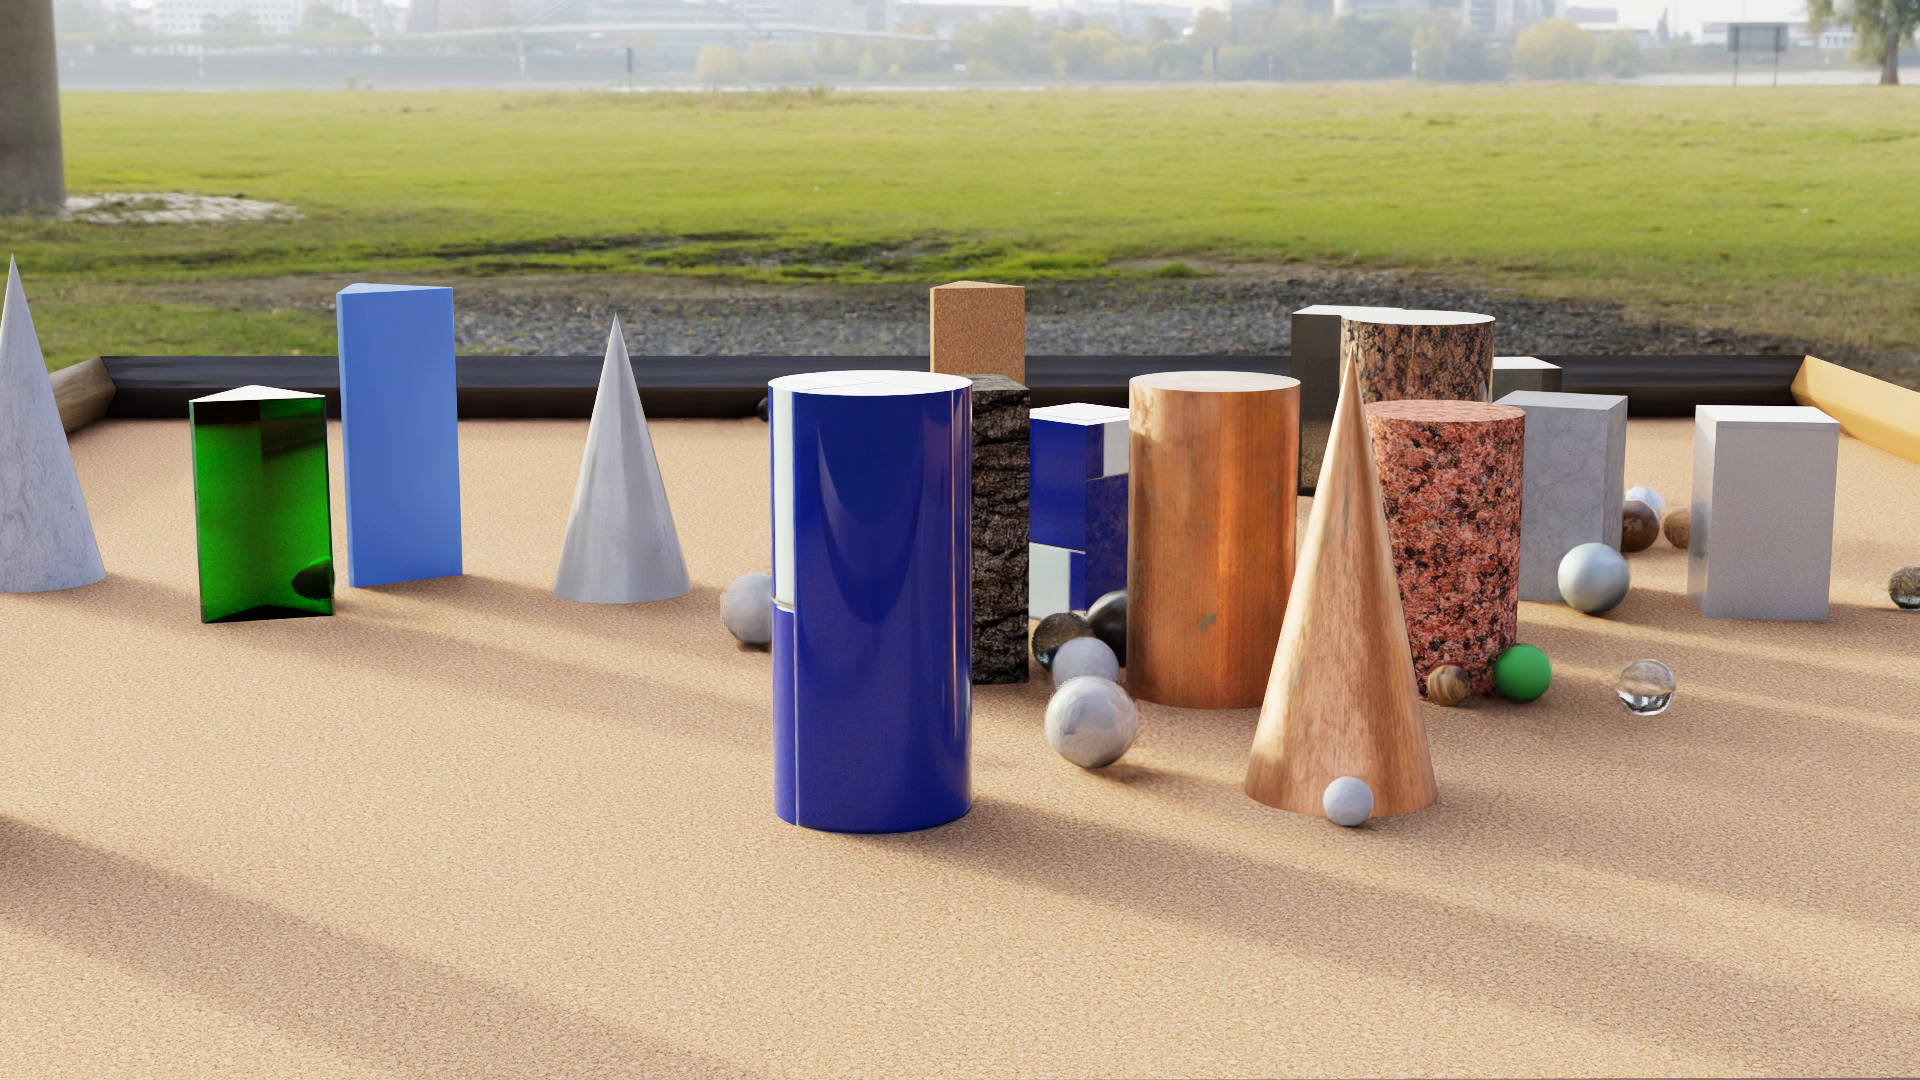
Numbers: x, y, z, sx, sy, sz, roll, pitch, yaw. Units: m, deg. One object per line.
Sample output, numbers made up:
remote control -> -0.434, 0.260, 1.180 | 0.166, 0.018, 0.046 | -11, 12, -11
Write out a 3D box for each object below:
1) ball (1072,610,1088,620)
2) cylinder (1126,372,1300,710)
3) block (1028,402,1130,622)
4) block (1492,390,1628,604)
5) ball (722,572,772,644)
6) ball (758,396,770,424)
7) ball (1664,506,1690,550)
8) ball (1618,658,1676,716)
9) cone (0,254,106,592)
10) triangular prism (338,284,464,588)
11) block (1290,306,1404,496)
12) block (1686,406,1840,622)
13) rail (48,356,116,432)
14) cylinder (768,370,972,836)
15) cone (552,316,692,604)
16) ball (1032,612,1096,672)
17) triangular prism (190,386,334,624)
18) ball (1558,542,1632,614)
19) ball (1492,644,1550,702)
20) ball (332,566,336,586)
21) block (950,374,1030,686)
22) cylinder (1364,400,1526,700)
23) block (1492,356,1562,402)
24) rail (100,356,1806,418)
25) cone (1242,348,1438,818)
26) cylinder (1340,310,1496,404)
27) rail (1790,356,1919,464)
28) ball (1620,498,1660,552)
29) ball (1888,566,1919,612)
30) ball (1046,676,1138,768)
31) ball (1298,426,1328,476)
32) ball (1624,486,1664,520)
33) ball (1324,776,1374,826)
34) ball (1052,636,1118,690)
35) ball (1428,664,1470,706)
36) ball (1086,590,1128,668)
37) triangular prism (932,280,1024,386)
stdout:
ball -> 0.151, 0.115, 3.204 | 0.057, 0.057, 0.057 | 0, 10, 0
cylinder -> 0.294, -0.004, 2.998 | 0.197, 0.366, 0.197 | 0, 10, 0
block -> 0.162, -0.035, 3.433 | 0.157, 0.270, 0.157 | 10, 15, 44
block -> 0.831, -0.062, 3.576 | 0.157, 0.269, 0.157 | 5, 11, 23
ball -> -0.258, 0.087, 3.265 | 0.091, 0.091, 0.091 | 0, 10, 0
ball -> -0.388, -0.268, 5.271 | 0.057, 0.057, 0.057 | 0, 10, 0
ball -> 1.105, -0.018, 3.904 | 0.065, 0.065, 0.065 | 0, 10, 0
ball -> 0.778, 0.167, 2.907 | 0.065, 0.065, 0.065 | 0, 10, 0
cone -> -1.328, -0.174, 3.638 | 0.197, 0.467, 0.197 | 0, 10, 0
triangular prism -> -0.831, -0.157, 3.691 | 0.170, 0.414, 0.147 | -7, 13, -34
block -> 0.663, -0.238, 4.413 | 0.157, 0.312, 0.157 | 4, 11, 21
block -> 1.081, -0.039, 3.463 | 0.157, 0.265, 0.157 | 1, 11, 6
rail -> -1.756, 0.035, 3.439 | 0.045, 0.128, 3.881 | 0, 10, 0
cylinder -> -0.087, 0.057, 2.513 | 0.197, 0.424, 0.197 | 0, 10, 0
cone -> -0.475, -0.123, 3.574 | 0.197, 0.390, 0.197 | 0, 10, 0
ball -> 0.126, 0.125, 3.095 | 0.078, 0.078, 0.078 | 0, 10, 0
triangular prism -> -0.942, -0.053, 3.456 | 0.170, 0.295, 0.147 | -3, 11, -18
ball -> 0.852, 0.051, 3.444 | 0.095, 0.095, 0.095 | 0, 10, 0
ball -> 0.650, 0.154, 2.969 | 0.066, 0.066, 0.066 | 0, 10, 0
ball -> -0.890, 0.052, 3.527 | 0.064, 0.064, 0.064 | 0, 10, 0
block -> -0.011, -0.014, 3.091 | 0.157, 0.352, 0.157 | -2, 11, -11
cylinder -> 0.565, 0.008, 3.048 | 0.197, 0.326, 0.197 | 0, 10, 0
block -> 0.864, -0.159, 4.138 | 0.157, 0.255, 0.157 | -1, 11, -6
rail -> -0.011, -0.316, 5.334 | 3.559, 0.128, 0.045 | 0, 10, 0
cone -> 0.386, 0.030, 2.568 | 0.197, 0.456, 0.197 | 0, 10, 0
cylinder -> 0.594, -0.091, 3.365 | 0.197, 0.403, 0.197 | 0, 10, 0
rail -> 1.756, 0.031, 3.459 | 0.045, 0.128, 3.881 | 0, 10, 0
ball -> 1.016, -0.022, 3.880 | 0.081, 0.081, 0.081 | 0, 10, 0
ball -> 1.285, 0.065, 3.462 | 0.061, 0.061, 0.061 | 0, 10, 0
ball -> 0.138, 0.191, 2.686 | 0.097, 0.097, 0.097 | 0, 10, 0
ball -> 0.618, -0.161, 4.607 | 0.089, 0.089, 0.089 | 0, 10, 0
ball -> 1.079, -0.050, 4.064 | 0.069, 0.069, 0.069 | 0, 10, 0
ball -> 0.376, 0.253, 2.485 | 0.048, 0.048, 0.048 | 0, 10, 0
ball -> 0.144, 0.150, 2.961 | 0.077, 0.077, 0.077 | 0, 10, 0
ball -> 0.563, 0.167, 2.951 | 0.048, 0.048, 0.048 | 0, 10, 0
ball -> 0.200, 0.108, 3.137 | 0.096, 0.096, 0.096 | 0, 10, 0
triangular prism -> 0.019, -0.301, 4.695 | 0.170, 0.333, 0.147 | -2, 11, -10
